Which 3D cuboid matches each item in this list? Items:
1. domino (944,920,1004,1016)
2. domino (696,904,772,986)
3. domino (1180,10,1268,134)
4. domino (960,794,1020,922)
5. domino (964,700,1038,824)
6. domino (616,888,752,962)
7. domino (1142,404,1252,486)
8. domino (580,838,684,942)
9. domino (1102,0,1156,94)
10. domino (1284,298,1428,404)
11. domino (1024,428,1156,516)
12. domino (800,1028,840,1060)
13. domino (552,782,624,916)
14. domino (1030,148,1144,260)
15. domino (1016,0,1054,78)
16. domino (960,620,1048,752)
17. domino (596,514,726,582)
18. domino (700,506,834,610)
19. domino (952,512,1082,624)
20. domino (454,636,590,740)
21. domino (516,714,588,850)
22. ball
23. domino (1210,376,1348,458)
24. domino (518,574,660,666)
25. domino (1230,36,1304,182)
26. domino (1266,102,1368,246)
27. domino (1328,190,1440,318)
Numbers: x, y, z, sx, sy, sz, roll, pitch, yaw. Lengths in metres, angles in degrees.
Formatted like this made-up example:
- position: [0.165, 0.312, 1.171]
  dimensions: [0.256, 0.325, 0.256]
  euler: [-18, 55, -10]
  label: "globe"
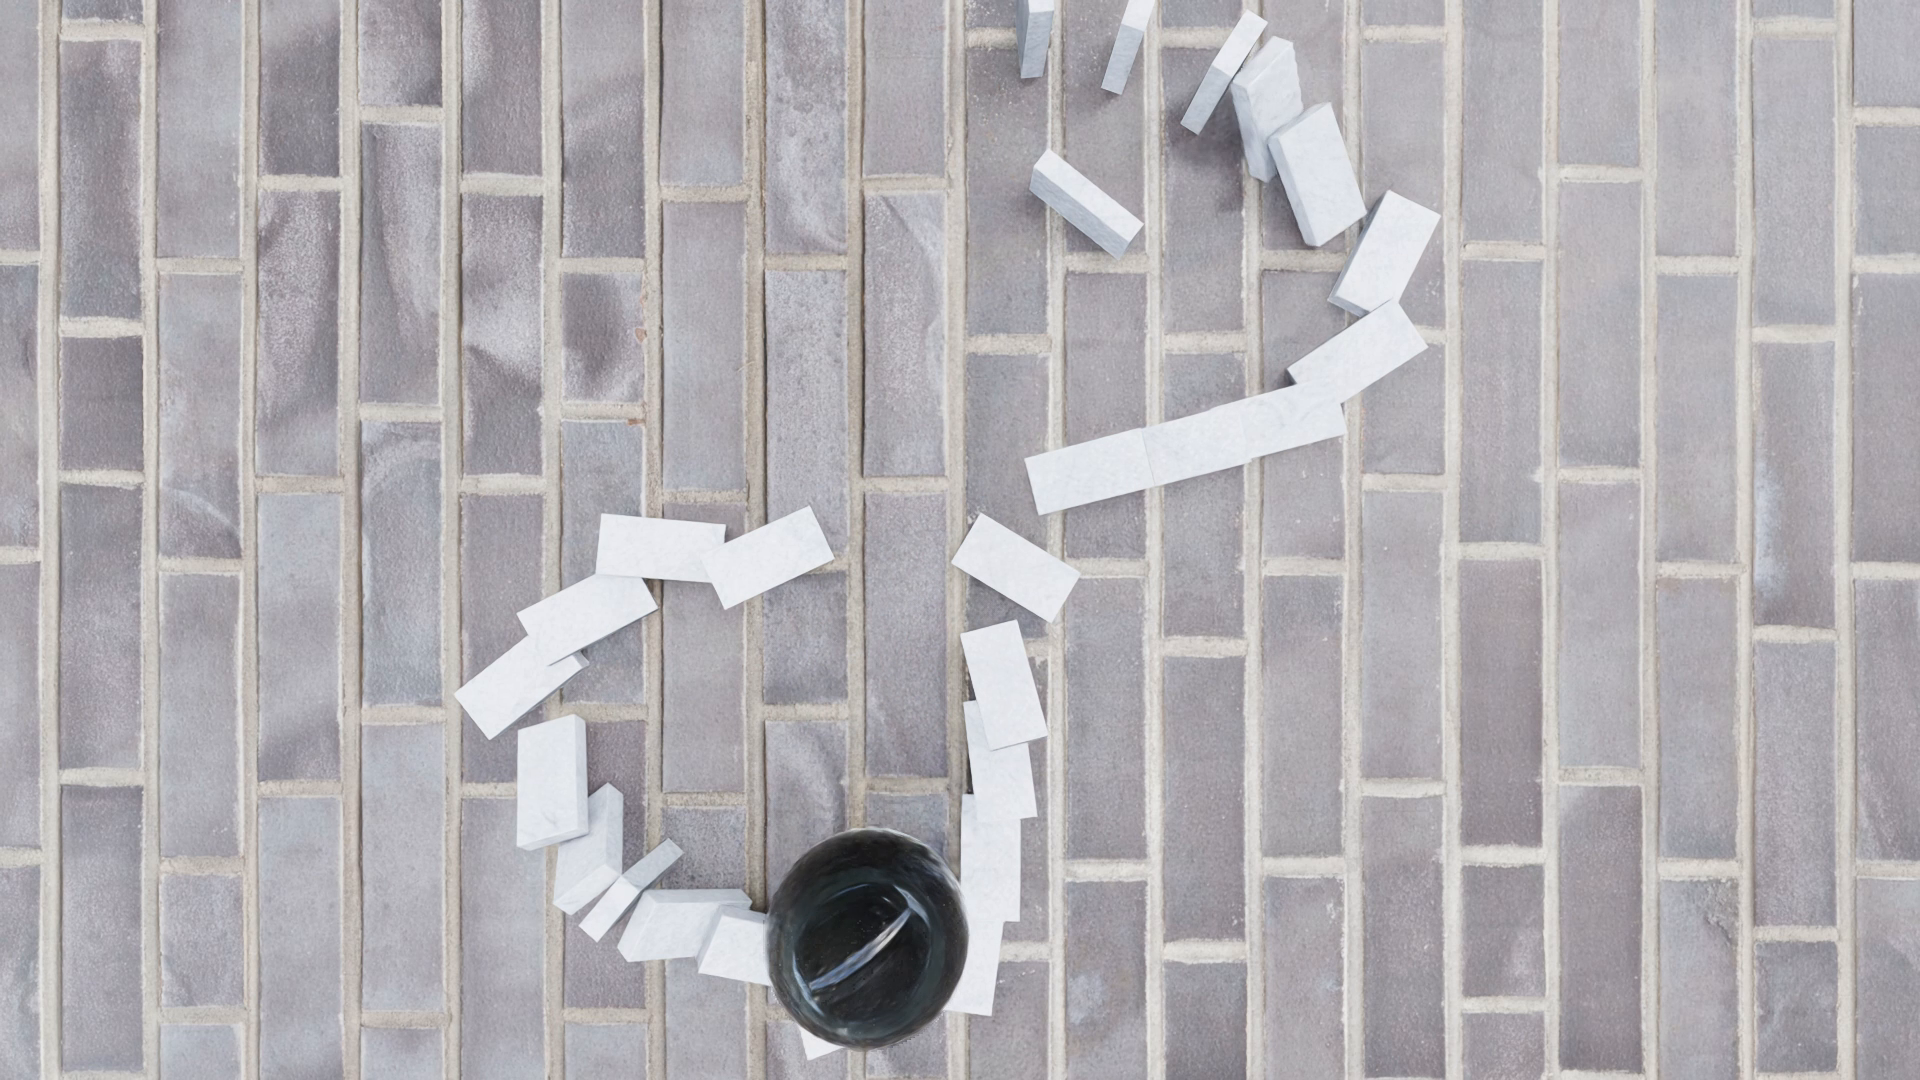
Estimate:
- position: [0.004, 0.176, 0.395]
  dimensions: [0.025, 0.010, 0.050]
  euler: [8, 90, 0]
  label: "domino"
- position: [-0.082, 0.172, 0.386]
  dimensions: [0.050, 0.009, 0.025]
  euler: [23, 90, -23]
  label: "domino"
- position: [0.107, -0.190, 0.375]
  dimensions: [0.009, 0.050, 0.025]
  euler: [33, 90, 0]
  label: "domino"
- position: [0.013, 0.134, 0.390]
  dimensions: [0.025, 0.010, 0.050]
  euler: [2, 77, 0]
  label: "domino"
- position: [0.017, 0.093, 0.389]
  dimensions: [0.025, 0.010, 0.050]
  euler: [-7, 76, 0]
  label: "domino"
- position: [-0.112, 0.158, 0.378]
  dimensions: [0.009, 0.050, 0.025]
  euler: [26, 90, 40]
  label: "domino"
- position: [0.095, -0.039, 0.390]
  dimensions: [0.050, 0.010, 0.025]
  euler: [-14, 90, 13]
  label: "domino"
- position: [-0.133, 0.142, 0.375]
  dimensions: [0.009, 0.050, 0.025]
  euler: [40, 90, 3]
  label: "domino"
- position: [0.070, -0.208, 0.375]
  dimensions: [0.009, 0.050, 0.025]
  euler: [19, 90, 0]
  label: "domino"
- position: [0.168, -0.077, 0.390]
  dimensions: [0.050, 0.009, 0.025]
  euler: [-34, 90, 13]
  label: "domino"
- position: [0.055, -0.029, 0.390]
  dimensions: [0.050, 0.009, 0.025]
  euler: [-14, 90, 13]
  label: "domino"
- position: [-0.044, 0.198, 0.390]
  dimensions: [0.050, 0.010, 0.025]
  euler: [-14, 90, -14]
  label: "domino"
- position: [-0.152, 0.125, 0.376]
  dimensions: [0.025, 0.050, 0.010]
  euler: [-37, 120, 0]
  label: "domino"
- position: [0.053, -0.141, 0.388]
  dimensions: [0.050, 0.025, 0.010]
  euler: [38, 90, 0]
  label: "domino"
- position: [0.030, -0.214, 0.375]
  dimensions: [0.010, 0.050, 0.025]
  euler: [-6, 90, 0]
  label: "domino"
- position: [0.018, 0.061, 0.388]
  dimensions: [0.025, 0.009, 0.050]
  euler: [-14, 73, -2]
  label: "domino"
- position: [-0.126, 0.004, 0.389]
  dimensions: [0.050, 0.010, 0.025]
  euler: [5, 85, -13]
  label: "domino"
- position: [-0.082, 0.007, 0.389]
  dimensions: [0.050, 0.010, 0.025]
  euler: [-25, 92, -13]
  label: "domino"
- position: [0.024, 0.012, 0.395]
  dimensions: [0.050, 0.009, 0.025]
  euler: [31, 90, 0]
  label: "domino"
- position: [-0.189, 0.060, 0.395]
  dimensions: [0.050, 0.009, 0.025]
  euler: [-38, 90, 0]
  label: "domino"
- position: [-0.170, 0.101, 0.383]
  dimensions: [0.025, 0.010, 0.050]
  euler: [-16, 59, 0]
  label: "domino"
- position: [-0.036, 0.154, 0.359]
  dimensions: [0.080, 0.080, 0.080]
  euler: [0, 90, 0]
  label: "ball"
- position: [0.135, -0.050, 0.389]
  dimensions: [0.050, 0.009, 0.025]
  euler: [-14, 90, 14]
  label: "domino"
- position: [-0.157, 0.030, 0.390]
  dimensions: [0.050, 0.010, 0.025]
  euler: [-29, 90, -13]
  label: "domino"
- position: [0.128, -0.176, 0.377]
  dimensions: [0.025, 0.050, 0.009]
  euler: [-45, 53, 0]
  label: "domino"
- position: [0.150, -0.152, 0.384]
  dimensions: [0.025, 0.009, 0.050]
  euler: [-34, 117, 0]
  label: "domino"
- position: [0.183, -0.121, 0.395]
  dimensions: [0.025, 0.009, 0.050]
  euler: [26, 90, 0]
  label: "domino"
